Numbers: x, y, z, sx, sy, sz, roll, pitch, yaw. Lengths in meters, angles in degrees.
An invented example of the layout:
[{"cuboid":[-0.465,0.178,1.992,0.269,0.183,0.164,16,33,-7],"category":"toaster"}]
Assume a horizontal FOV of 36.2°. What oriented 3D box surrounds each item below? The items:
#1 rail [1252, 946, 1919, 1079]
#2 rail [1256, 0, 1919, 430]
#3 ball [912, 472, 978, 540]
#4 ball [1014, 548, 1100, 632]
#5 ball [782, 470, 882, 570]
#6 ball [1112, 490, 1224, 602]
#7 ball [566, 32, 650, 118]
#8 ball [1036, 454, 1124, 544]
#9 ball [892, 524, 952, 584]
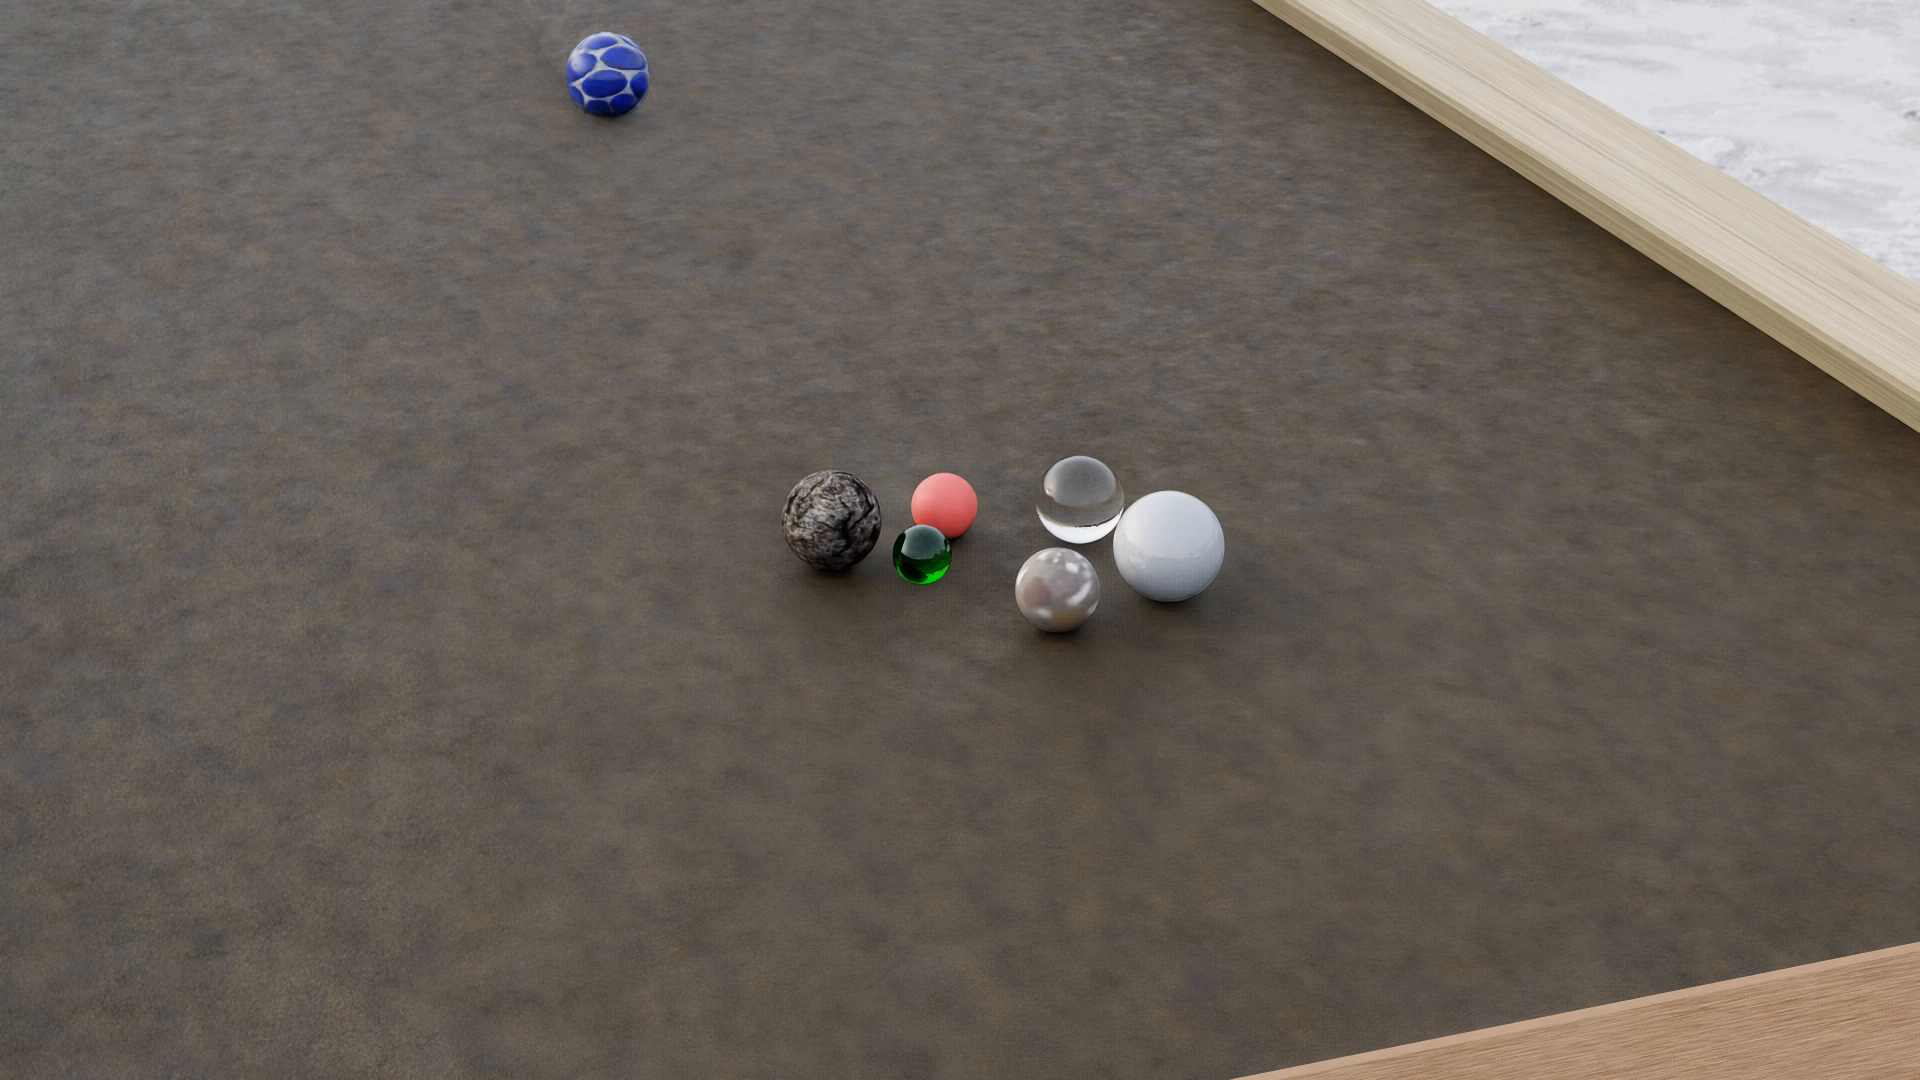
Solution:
[{"cuboid":[0.220,0.270,1.398,1.560,0.109,0.045,-8,27,-16],"category":"rail"},{"cuboid":[0.492,-0.428,2.848,0.045,0.109,2.940,-8,27,-16],"category":"rail"},{"cuboid":[-0.011,-0.024,2.082,0.047,0.047,0.047,0,26,0],"category":"ball"},{"cuboid":[0.065,0.033,1.952,0.057,0.057,0.057,0,26,0],"category":"ball"},{"cuboid":[-0.089,-0.014,2.035,0.069,0.069,0.069,0,26,0],"category":"ball"},{"cuboid":[0.141,0.004,1.991,0.076,0.076,0.076,0,26,0],"category":"ball"},{"cuboid":[-0.355,-0.469,2.963,0.084,0.084,0.084,0,26,0],"category":"ball"},{"cuboid":[0.084,-0.029,2.074,0.063,0.063,0.063,0,26,0],"category":"ball"},{"cuboid":[-0.026,0.010,2.019,0.041,0.041,0.041,0,26,0],"category":"ball"}]
